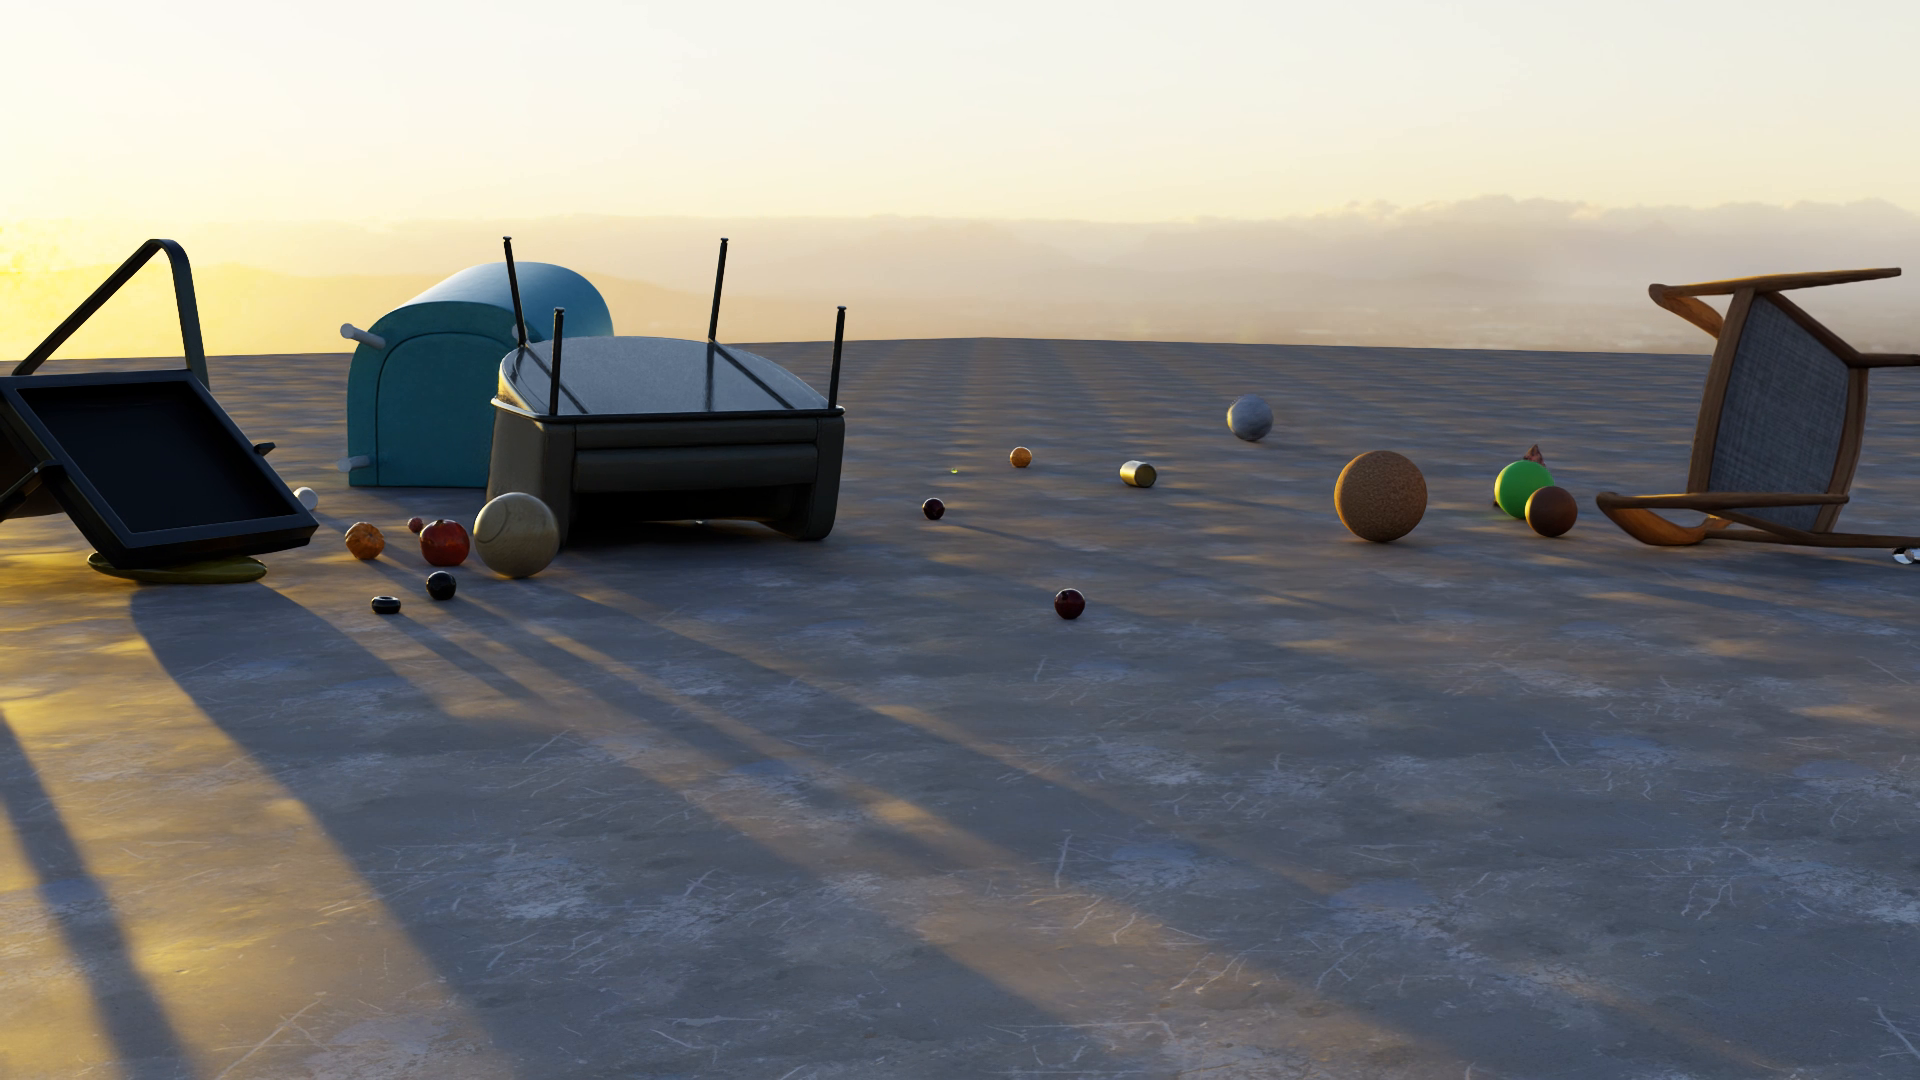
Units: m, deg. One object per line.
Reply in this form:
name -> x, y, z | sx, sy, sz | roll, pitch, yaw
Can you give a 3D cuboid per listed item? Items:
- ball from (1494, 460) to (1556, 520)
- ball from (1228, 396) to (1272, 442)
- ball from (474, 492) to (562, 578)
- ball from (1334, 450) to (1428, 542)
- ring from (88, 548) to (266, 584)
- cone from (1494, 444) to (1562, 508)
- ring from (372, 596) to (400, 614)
ball -> 1.532, -0.137, 6.958 | 0.160, 0.160, 0.160 | 0, 6, 0
ball -> 1.157, -0.483, 10.228 | 0.179, 0.179, 0.179 | 0, 6, 0
ball -> -0.966, -0.011, 5.600 | 0.188, 0.188, 0.188 | 0, 6, 0
ball -> 1.042, -0.108, 6.354 | 0.228, 0.228, 0.228 | 0, 6, 0
ring -> -1.700, 0.056, 5.572 | 0.412, 0.053, 0.193 | 4, 10, 10
cone -> 1.653, -0.140, 7.330 | 0.164, 0.211, 0.255 | 36, -4, 13
ring -> -1.126, 0.128, 5.031 | 0.055, 0.029, 0.074 | -2, 7, -32
